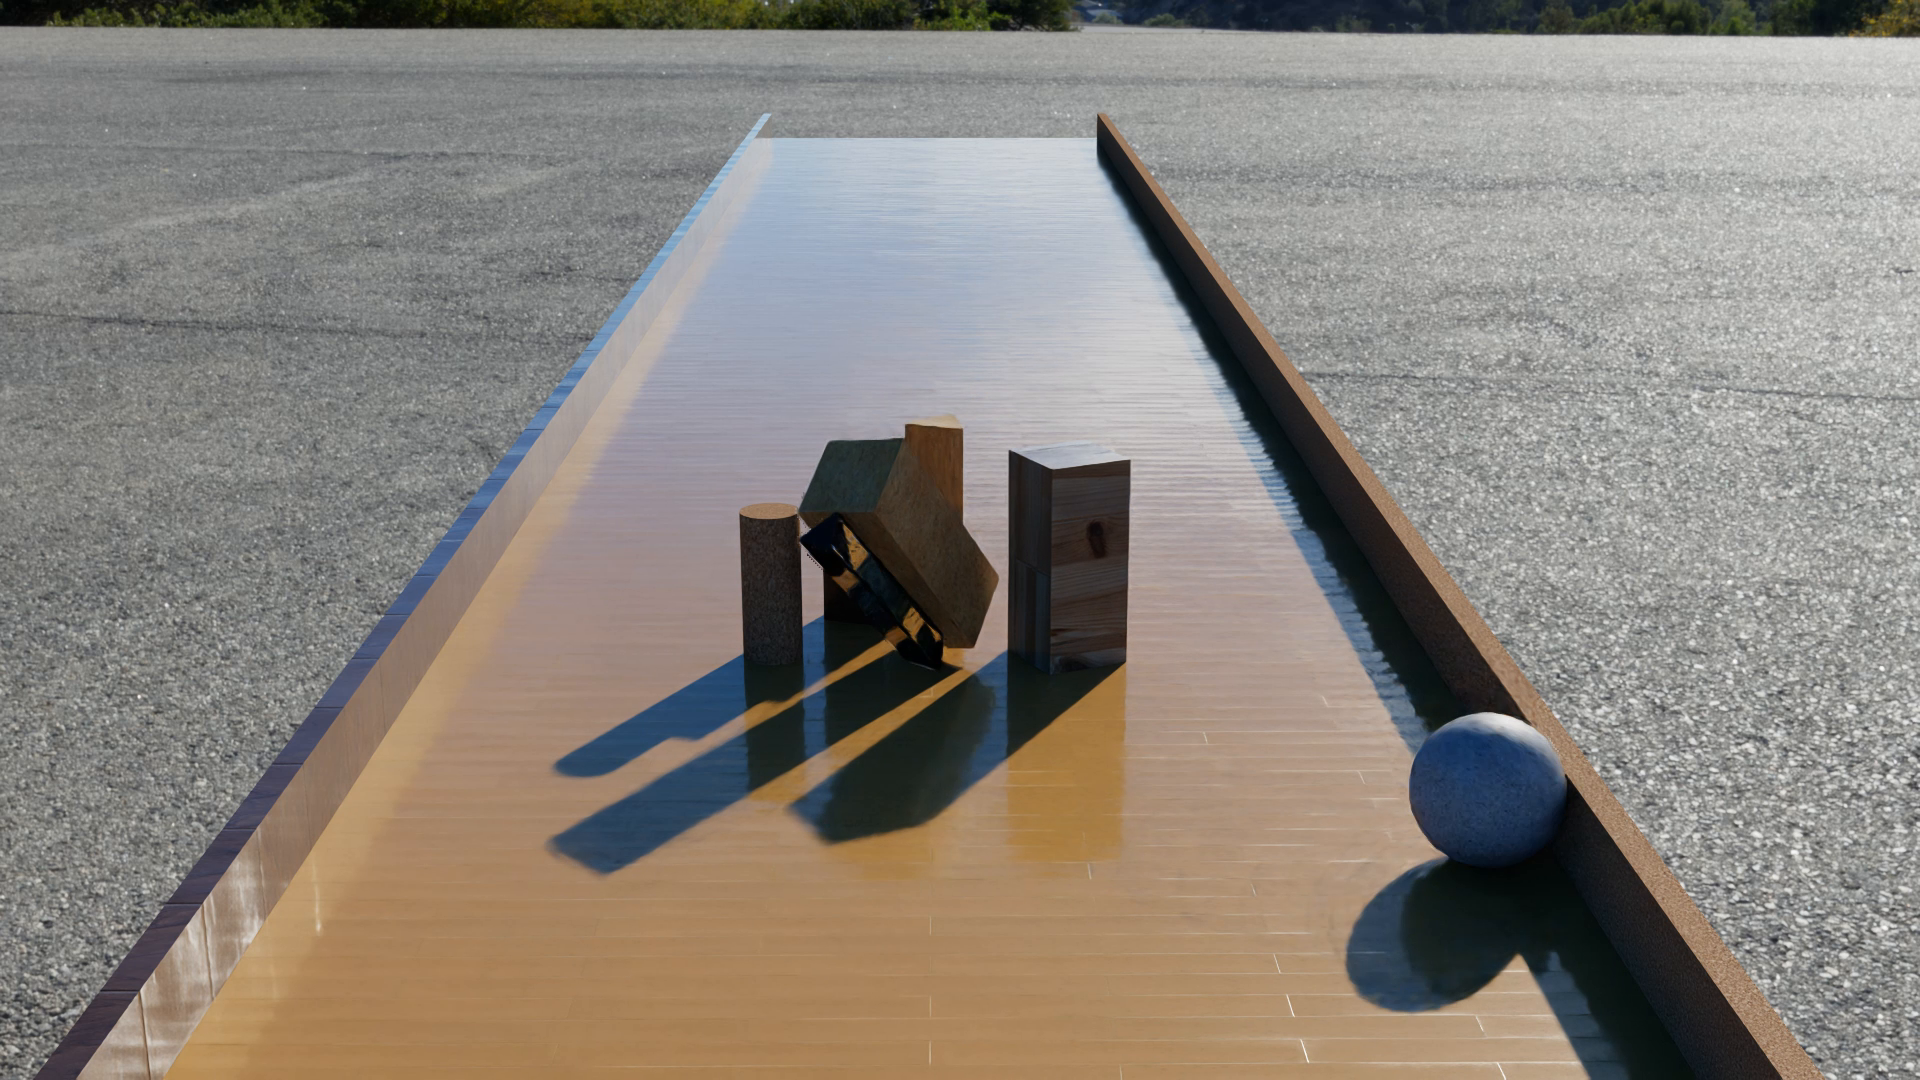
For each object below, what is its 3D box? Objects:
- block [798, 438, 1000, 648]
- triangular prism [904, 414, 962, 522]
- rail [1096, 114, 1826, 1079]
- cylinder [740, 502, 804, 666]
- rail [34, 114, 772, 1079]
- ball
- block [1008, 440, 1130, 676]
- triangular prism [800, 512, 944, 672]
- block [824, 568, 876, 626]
[{"bbox_3d":[-0.114,0.012,4.342,0.174,0.453,0.174,0,53,31],"label":"block"},{"bbox_3d":[-0.038,-0.088,4.878,0.135,0.367,0.117,6,18,20],"label":"triangular prism"},{"bbox_3d":[0.932,-0.844,7.801,0.050,0.150,12.000,0,17,-1],"label":"rail"},{"bbox_3d":[-0.377,0.087,4.401,0.120,0.303,0.120,0,17,0],"label":"cylinder"},{"bbox_3d":[-1.118,-0.838,7.780,0.050,0.150,12.000,0,17,-1],"label":"rail"},{"bbox_3d":[0.832,0.395,3.471,0.244,0.244,0.244,0,17,0],"label":"ball"},{"bbox_3d":[0.215,0.032,4.382,0.176,0.419,0.176,-8,18,-26],"label":"block"},{"bbox_3d":[-0.151,0.099,4.243,0.089,0.428,0.077,15,65,41],"label":"triangular prism"},{"bbox_3d":[-0.202,-0.006,4.651,0.135,0.340,0.135,5,17,18],"label":"block"}]
